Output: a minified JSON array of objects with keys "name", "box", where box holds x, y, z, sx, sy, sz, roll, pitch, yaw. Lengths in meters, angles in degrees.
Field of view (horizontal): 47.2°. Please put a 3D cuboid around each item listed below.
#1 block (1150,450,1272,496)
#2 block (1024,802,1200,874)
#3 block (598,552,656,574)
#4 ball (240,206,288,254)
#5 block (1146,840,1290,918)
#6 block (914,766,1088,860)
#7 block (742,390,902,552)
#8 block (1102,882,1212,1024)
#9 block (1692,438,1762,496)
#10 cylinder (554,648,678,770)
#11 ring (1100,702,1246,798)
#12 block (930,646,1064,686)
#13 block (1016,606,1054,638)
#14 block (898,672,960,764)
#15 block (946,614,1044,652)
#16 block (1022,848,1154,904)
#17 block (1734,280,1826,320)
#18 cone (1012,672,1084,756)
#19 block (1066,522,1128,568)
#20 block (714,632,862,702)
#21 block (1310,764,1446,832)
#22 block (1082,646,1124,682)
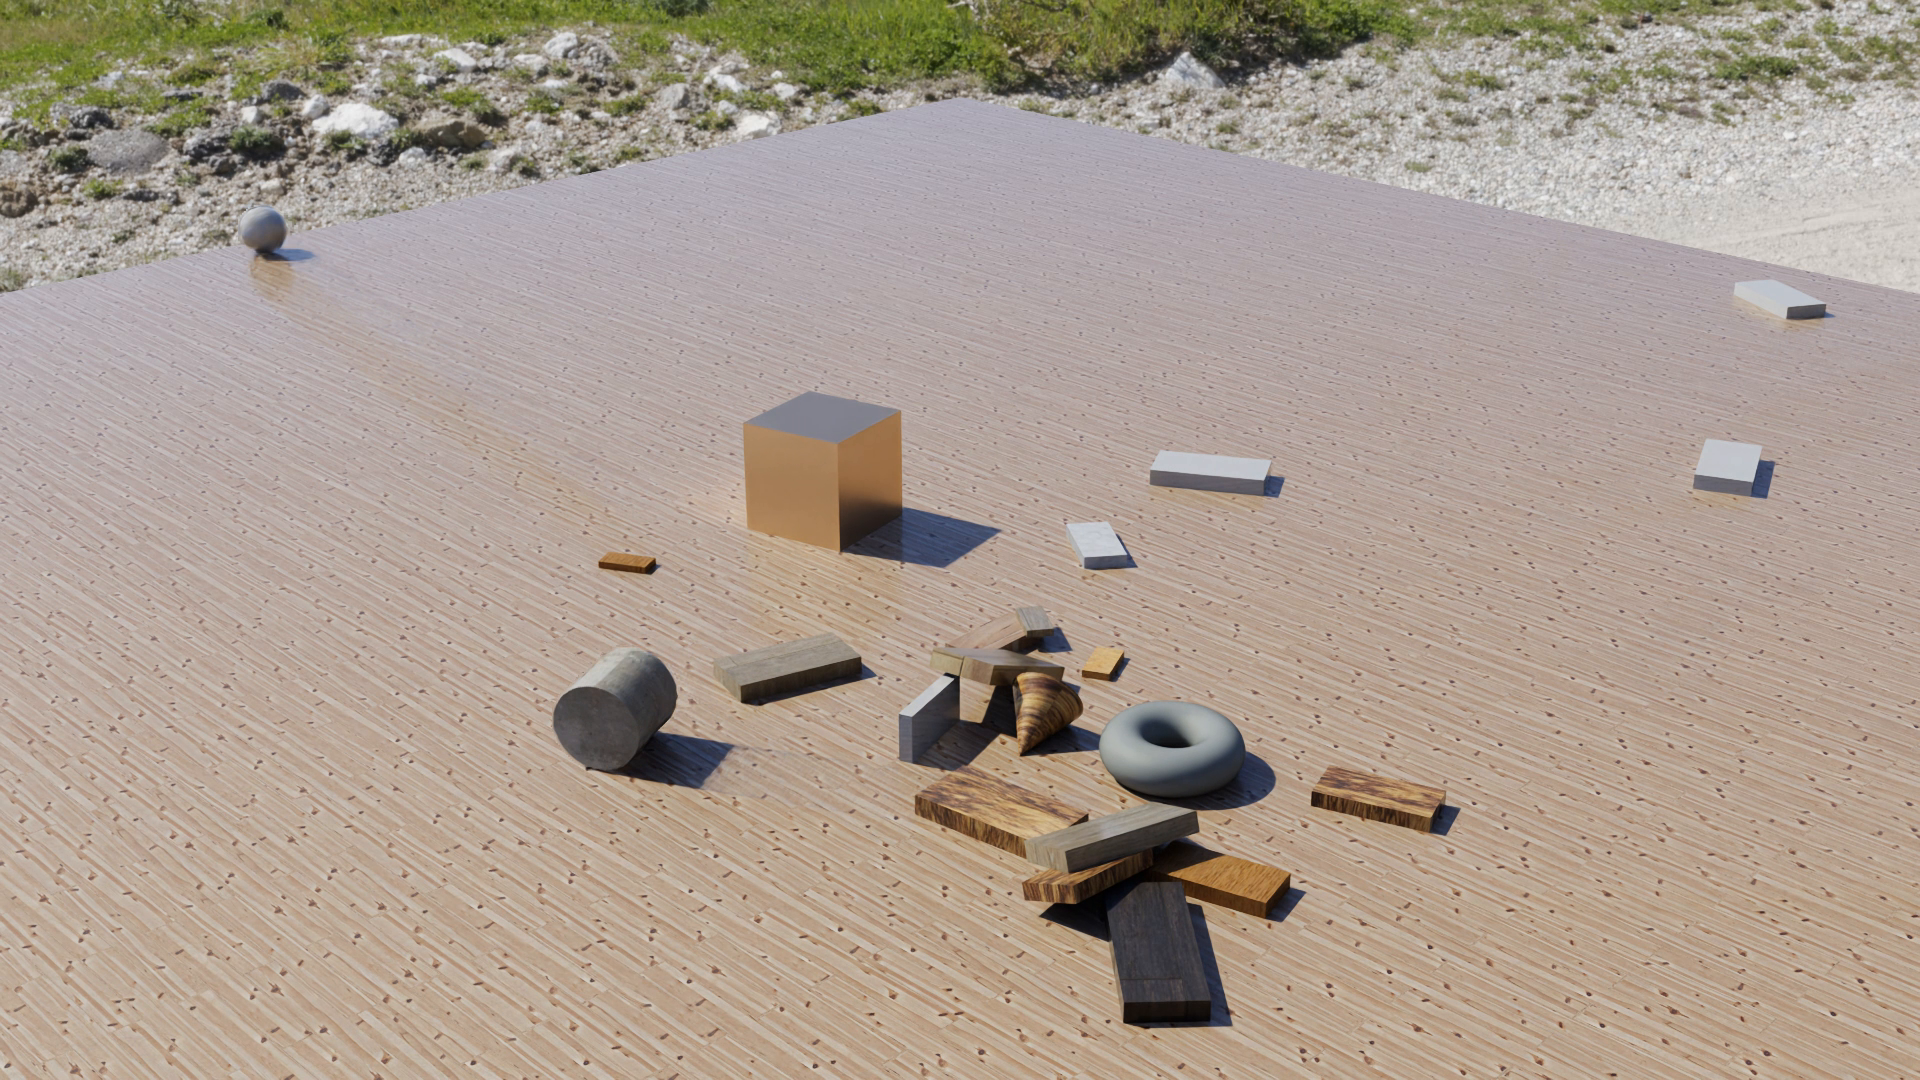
[{"name":"block","box":[0.701,-0.189,6.148,0.317,0.045,0.158,6,24,14]},{"name":"block","box":[0.293,0.572,4.241,0.302,0.043,0.151,-13,7,-28]},{"name":"block","box":[-0.848,0.058,5.601,0.130,0.018,0.065,7,24,16]},{"name":"ball","box":[-2.627,-1.168,8.292,0.173,0.173,0.173,0,23,0]},{"name":"block","box":[0.492,0.645,4.195,0.246,0.035,0.123,13,26,27]},{"name":"block","box":[0.082,0.549,4.410,0.317,0.045,0.158,17,28,35]},{"name":"block","box":[-0.360,-0.186,5.819,0.298,0.298,0.298,13,26,29]},{"name":"block","box":[0.349,0.738,3.966,0.151,0.043,0.384,-1,23,-2]},{"name":"block","box":[2.162,-0.205,6.189,0.154,0.044,0.308,9,25,21]},{"name":"cylinder","box":[-0.730,0.357,4.670,0.195,0.195,0.195,7,24,16]},{"name":"ring","box":[0.444,0.436,4.605,0.306,0.102,0.306,0,24,0]},{"name":"block","box":[0.085,0.282,4.885,0.158,0.045,0.317,15,4,31]},{"name":"block","box":[0.176,0.193,5.202,0.065,0.018,0.130,-4,23,-10]},{"name":"block","box":[-0.065,0.380,4.723,0.032,0.112,0.223,11,25,24]},{"name":"block","box":[0.082,0.236,5.164,0.112,0.032,0.223,19,30,38]},{"name":"block","box":[0.243,0.629,4.150,0.123,0.035,0.246,-4,8,42]},{"name":"block","box":[2.867,-0.844,7.693,0.154,0.044,0.308,-6,24,-14]},{"name":"cone","box":[0.158,0.401,4.721,0.166,0.166,0.166,11,52,24]},{"name":"block","box":[0.353,0.012,5.692,0.112,0.032,0.223,-4,23,-8]},{"name":"block","box":[-0.394,0.289,5.025,0.302,0.043,0.151,-13,26,-27]},{"name":"block","box":[0.852,0.526,4.477,0.246,0.035,0.123,11,25,24]},{"name":"block","box":[0.330,0.285,5.066,0.065,0.018,0.130,8,24,18]}]
